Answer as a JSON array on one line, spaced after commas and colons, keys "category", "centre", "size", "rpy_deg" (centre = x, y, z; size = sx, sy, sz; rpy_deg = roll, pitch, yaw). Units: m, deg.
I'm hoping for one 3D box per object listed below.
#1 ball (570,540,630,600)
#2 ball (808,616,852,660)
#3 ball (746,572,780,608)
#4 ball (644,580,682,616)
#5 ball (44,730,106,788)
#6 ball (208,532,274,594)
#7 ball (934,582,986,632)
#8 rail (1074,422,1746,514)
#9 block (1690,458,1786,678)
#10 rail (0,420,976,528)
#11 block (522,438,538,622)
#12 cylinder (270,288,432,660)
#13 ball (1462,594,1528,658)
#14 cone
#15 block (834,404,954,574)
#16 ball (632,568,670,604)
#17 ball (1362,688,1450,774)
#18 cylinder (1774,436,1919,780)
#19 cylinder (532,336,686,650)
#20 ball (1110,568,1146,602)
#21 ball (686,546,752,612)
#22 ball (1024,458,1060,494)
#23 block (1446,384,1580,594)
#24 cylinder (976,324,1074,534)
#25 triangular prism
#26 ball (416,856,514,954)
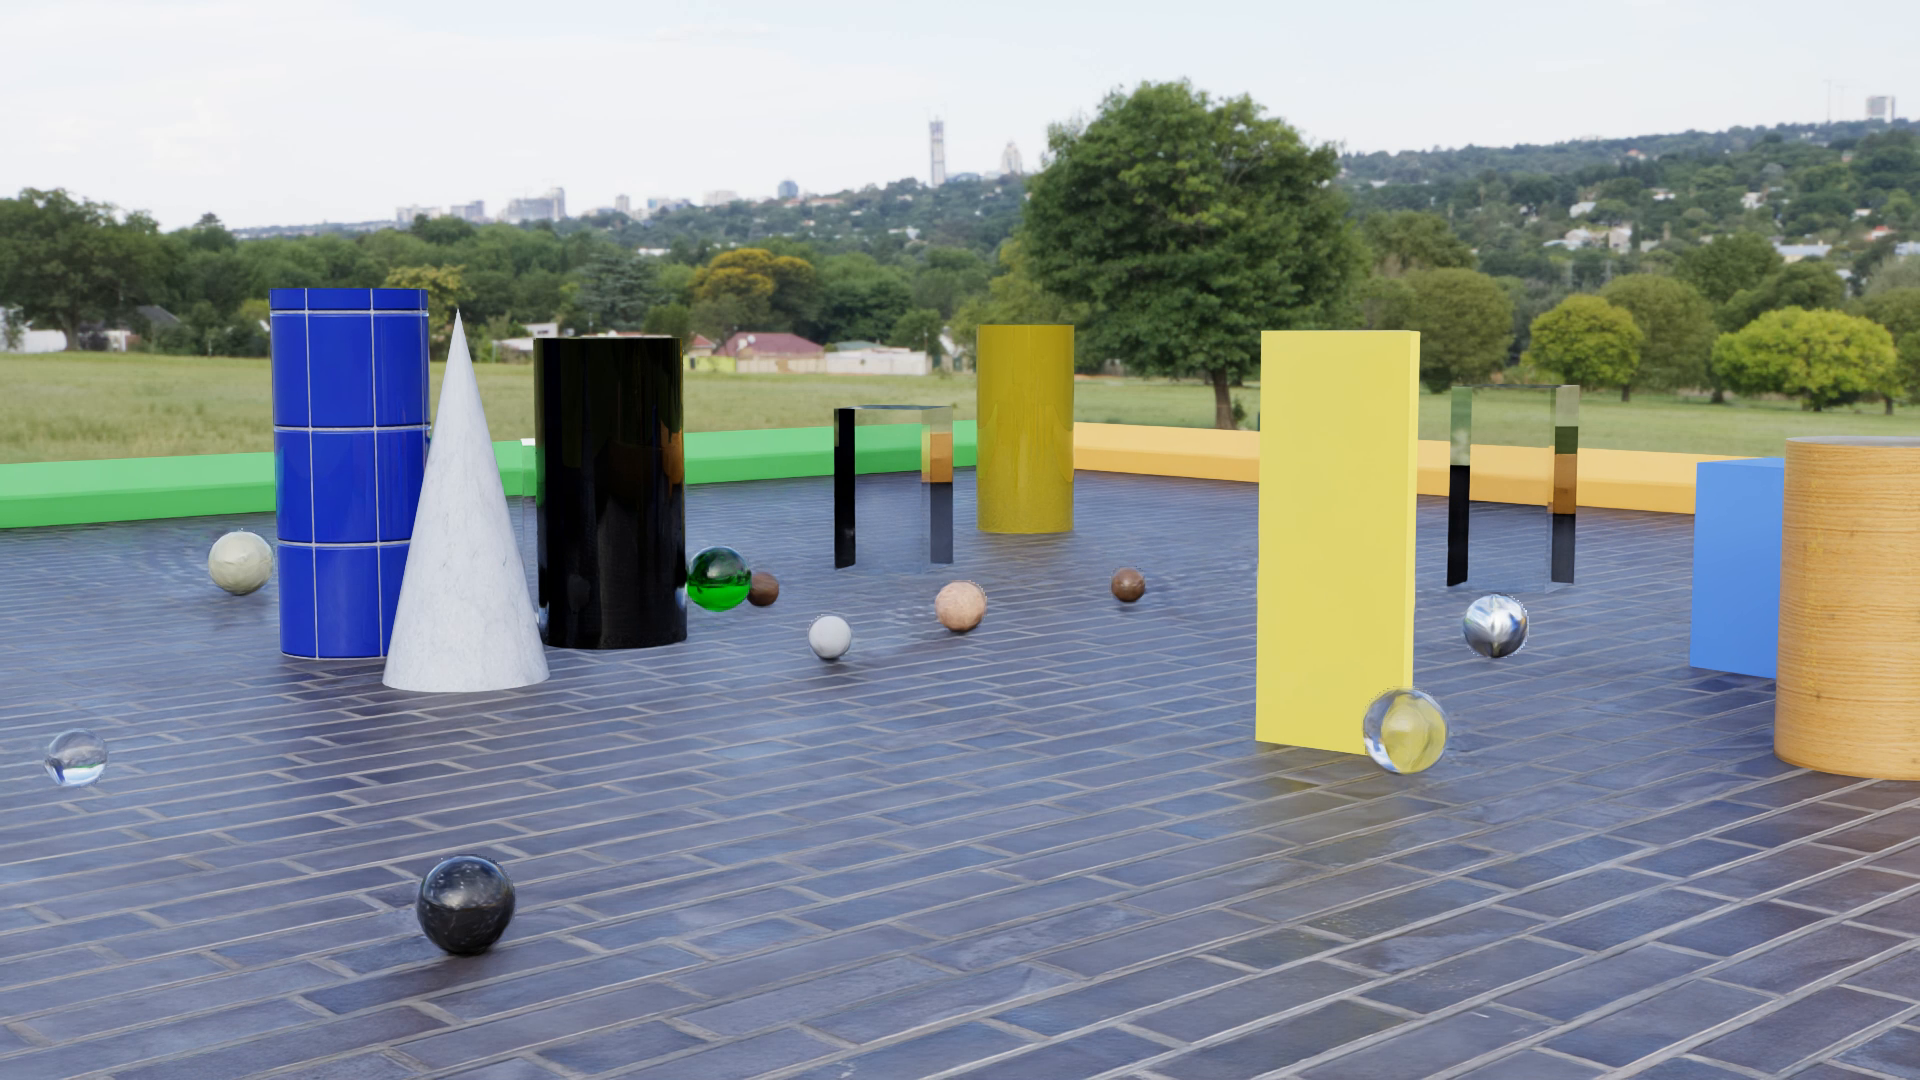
[{"category": "ball", "centre": [-0.552, 0.046, 3.370], "size": [0.091, 0.091, 0.091], "rpy_deg": [0, 6, 0]}, {"category": "ball", "centre": [-0.166, 0.125, 2.823], "size": [0.056, 0.056, 0.056], "rpy_deg": [0, 6, 0]}, {"category": "ball", "centre": [-0.299, 0.074, 3.318], "size": [0.054, 0.054, 0.054], "rpy_deg": [0, 6, 0]}, {"category": "ball", "centre": [-0.434, 0.086, 3.212], "size": [0.053, 0.053, 0.053], "rpy_deg": [0, 6, 0]}, {"category": "ball", "centre": [-0.828, 0.205, 2.060], "size": [0.054, 0.054, 0.054], "rpy_deg": [0, 6, 0]}, {"category": "ball", "centre": [-1.133, 0.036, 3.467], "size": [0.100, 0.100, 0.100], "rpy_deg": [0, 6, 0]}, {"category": "ball", "centre": [0.000, 0.093, 3.062], "size": [0.071, 0.071, 0.071], "rpy_deg": [0, 6, 0]}, {"category": "rail", "centre": [1.614, -0.120, 4.813], "size": [0.045, 0.130, 4.430], "rpy_deg": [-5, 8, -42]}, {"category": "block", "centre": [1.031, 0.033, 2.738], "size": [0.160, 0.257, 0.160], "rpy_deg": [-4, 7, -36]}, {"category": "rail", "centre": [-1.486, -0.133, 4.934], "size": [4.441, 0.130, 0.045], "rpy_deg": [-5, 8, -42]}, {"category": "block", "centre": [-0.559, -0.018, 3.230], "size": [0.160, 0.255, 0.160], "rpy_deg": [-1, 6, -12]}, {"category": "cylinder", "centre": [-0.797, -0.092, 2.891], "size": [0.200, 0.473, 0.200], "rpy_deg": [0, 6, 0]}, {"category": "ball", "centre": [0.690, 0.111, 2.836], "size": [0.081, 0.081, 0.081], "rpy_deg": [0, 6, 0]}, {"category": "cone", "centre": [-0.601, -0.055, 2.656], "size": [0.200, 0.448, 0.200], "rpy_deg": [0, 6, 0]}, {"category": "block", "centre": [-0.114, -0.091, 3.824], "size": [0.160, 0.279, 0.160], "rpy_deg": [2, 6, 19]}, {"category": "ball", "centre": [-0.467, 0.071, 3.325], "size": [0.057, 0.057, 0.057], "rpy_deg": [0, 6, 0]}, {"category": "ball", "centre": [0.430, 0.184, 2.123], "size": [0.082, 0.082, 0.082], "rpy_deg": [0, 6, 0]}, {"category": "cylinder", "centre": [0.917, 0.061, 2.176], "size": [0.200, 0.317, 0.200], "rpy_deg": [0, 6, 0]}, {"category": "cylinder", "centre": [-0.473, -0.069, 2.981], "size": [0.200, 0.409, 0.200], "rpy_deg": [0, 6, 0]}, {"category": "ball", "centre": [0.258, 0.069, 3.371], "size": [0.054, 0.054, 0.054], "rpy_deg": [0, 6, 0]}, {"category": "ball", "centre": [-0.333, 0.053, 3.033], "size": [0.091, 0.091, 0.091], "rpy_deg": [0, 6, 0]}, {"category": "ball", "centre": [0.203, -0.159, 5.395], "size": [0.088, 0.088, 0.088], "rpy_deg": [0, 6, 0]}, {"category": "block", "centre": [0.897, -0.087, 3.565], "size": [0.160, 0.325, 0.160], "rpy_deg": [4, 7, 31]}, {"category": "cylinder", "centre": [0.133, -0.231, 4.499], "size": [0.200, 0.417, 0.200], "rpy_deg": [0, 6, 0]}, {"category": "triangular prism", "centre": [0.422, -0.004, 2.280], "size": [0.173, 0.424, 0.150], "rpy_deg": [5, 7, 37]}, {"category": "ball", "centre": [-0.344, 0.254, 1.531], "size": [0.067, 0.067, 0.067], "rpy_deg": [0, 6, 0]}]
